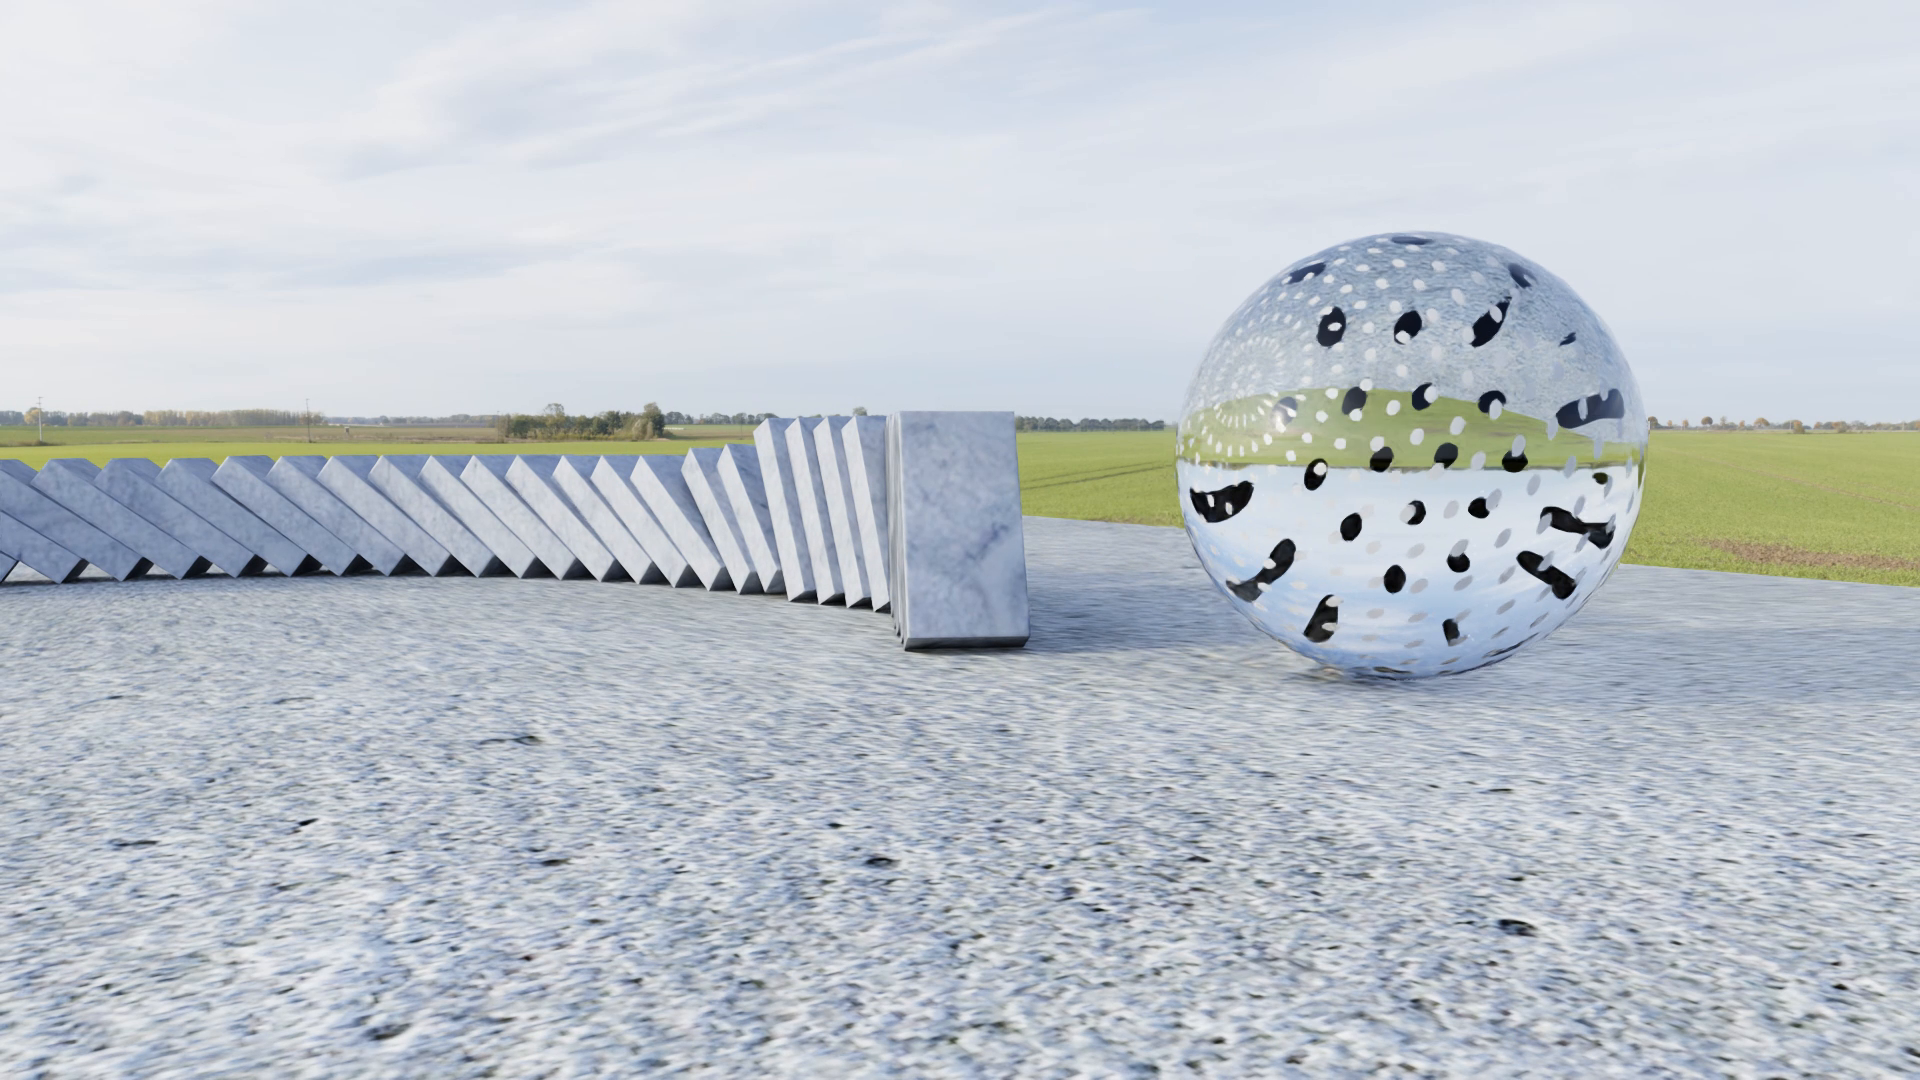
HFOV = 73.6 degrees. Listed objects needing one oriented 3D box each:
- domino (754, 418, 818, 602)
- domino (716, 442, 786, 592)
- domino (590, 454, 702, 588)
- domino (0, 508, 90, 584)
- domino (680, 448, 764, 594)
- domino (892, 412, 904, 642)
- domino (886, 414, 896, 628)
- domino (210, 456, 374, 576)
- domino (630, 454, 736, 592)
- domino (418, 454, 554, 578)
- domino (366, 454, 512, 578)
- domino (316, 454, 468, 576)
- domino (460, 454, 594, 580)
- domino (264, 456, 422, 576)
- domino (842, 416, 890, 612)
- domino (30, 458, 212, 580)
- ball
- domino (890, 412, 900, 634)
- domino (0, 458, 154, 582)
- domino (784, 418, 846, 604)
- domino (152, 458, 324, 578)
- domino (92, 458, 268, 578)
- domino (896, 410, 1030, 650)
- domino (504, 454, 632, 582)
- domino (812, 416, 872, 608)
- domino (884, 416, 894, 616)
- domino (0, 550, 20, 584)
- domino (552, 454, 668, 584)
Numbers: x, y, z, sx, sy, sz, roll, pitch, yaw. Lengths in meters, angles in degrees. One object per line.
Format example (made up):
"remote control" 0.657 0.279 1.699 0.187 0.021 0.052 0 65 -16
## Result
"domino" -0.039 -0.009 0.356 0.025 0.050 0.009 -3 -18 -36
"domino" -0.051 -0.007 0.372 0.025 0.009 0.050 1 46 -35
"domino" -0.090 -0.007 0.398 0.050 0.010 0.025 47 29 25
"domino" -0.293 -0.006 0.391 0.050 0.009 0.025 39 -11 -21
"domino" -0.062 -0.007 0.380 0.025 0.009 0.050 -3 49 -38
"domino" -0.001 -0.003 0.281 0.025 0.050 0.009 -1 -20 -8
"domino" -0.004 -0.005 0.301 0.025 0.050 0.010 -1 -20 -8
"domino" -0.216 -0.008 0.421 0.050 0.009 0.025 39 2 -5
"domino" -0.077 -0.006 0.390 0.025 0.009 0.050 -5 46 -48
"domino" -0.151 -0.008 0.420 0.050 0.009 0.025 41 15 11
"domino" -0.167 -0.009 0.422 0.050 0.010 0.025 40 11 6
"domino" -0.183 -0.009 0.423 0.050 0.009 0.025 39 7 2
"domino" -0.135 -0.008 0.416 0.050 0.009 0.025 42 17 13
"domino" -0.200 -0.008 0.423 0.050 0.010 0.025 39 4 -1
"domino" -0.014 -0.007 0.335 0.025 0.050 0.010 -2 -18 -30
"domino" -0.263 -0.007 0.408 0.050 0.009 0.025 38 -5 -14
"ball" 0.079 -0.015 0.232 0.080 0.080 0.080 0 4 0
"domino" -0.002 -0.004 0.291 0.025 0.050 0.009 0 -20 -7
"domino" -0.279 -0.006 0.401 0.050 0.010 0.025 38 -7 -17
"domino" -0.030 -0.008 0.350 0.025 0.050 0.009 -3 -18 -34
"domino" -0.232 -0.008 0.418 0.050 0.009 0.025 37 -1 -8
"domino" -0.248 -0.007 0.413 0.050 0.009 0.025 37 -3 -11
"domino" 0.000 -0.003 0.271 0.025 0.050 0.009 -1 -20 -8
"domino" -0.120 -0.008 0.412 0.050 0.010 0.025 43 21 17
"domino" -0.022 -0.008 0.342 0.025 0.050 0.010 -3 -18 -33
"domino" -0.005 -0.006 0.322 0.025 0.050 0.009 -1 -20 -8
"domino" -0.306 -0.004 0.378 0.050 0.010 0.025 38 -16 -28
"domino" -0.104 -0.007 0.406 0.050 0.009 0.025 46 26 22
